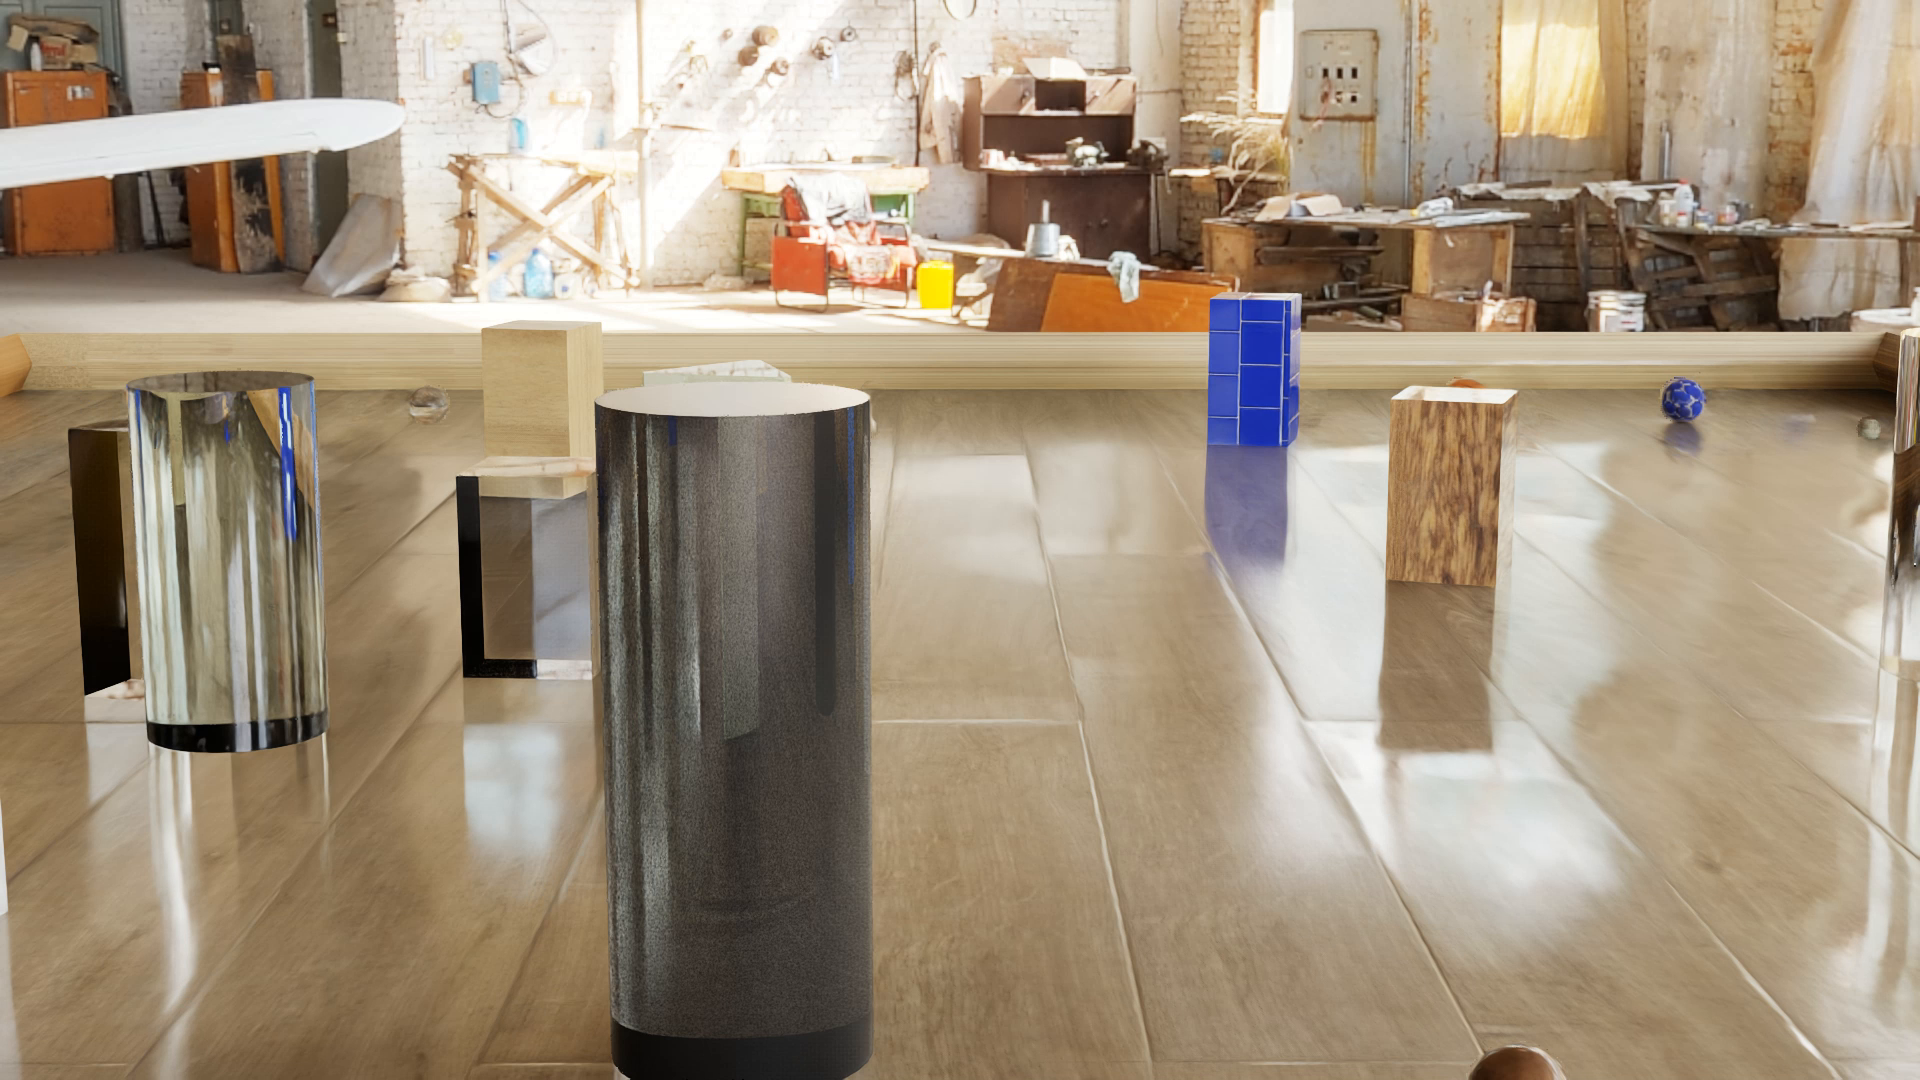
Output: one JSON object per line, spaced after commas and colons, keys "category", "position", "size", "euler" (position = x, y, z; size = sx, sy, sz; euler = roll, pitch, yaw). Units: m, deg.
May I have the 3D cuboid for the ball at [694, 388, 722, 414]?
{"category": "ball", "position": [-0.529, -0.293, 5.403], "size": [0.057, 0.057, 0.057], "euler": [0, 10, 0]}

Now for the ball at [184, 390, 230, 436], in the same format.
{"category": "ball", "position": [-1.494, -0.251, 5.092], "size": [0.090, 0.090, 0.090], "euler": [0, 10, 0]}

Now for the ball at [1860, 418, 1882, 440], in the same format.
{"category": "ball", "position": [1.792, -0.219, 5.051], "size": [0.041, 0.041, 0.041], "euler": [0, 10, 0]}

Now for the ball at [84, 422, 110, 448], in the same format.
{"category": "ball", "position": [-1.662, -0.202, 4.940], "size": [0.047, 0.047, 0.047], "euler": [0, 10, 0]}

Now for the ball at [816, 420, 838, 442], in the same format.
{"category": "ball", "position": [-0.260, -0.212, 5.013], "size": [0.042, 0.042, 0.042], "euler": [0, 10, 0]}

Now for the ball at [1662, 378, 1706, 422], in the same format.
{"category": "ball", "position": [1.493, -0.289, 5.295], "size": [0.089, 0.089, 0.089], "euler": [0, 10, 0]}

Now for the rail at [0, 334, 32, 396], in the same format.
{"category": "rail", "position": [-2.093, 0.035, 3.437], "size": [0.045, 0.128, 4.822], "euler": [0, 10, 0]}

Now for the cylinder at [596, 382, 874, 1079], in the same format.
{"category": "cylinder", "position": [-0.163, 0.140, 1.880], "size": [0.197, 0.491, 0.197], "euler": [0, 10, 0]}

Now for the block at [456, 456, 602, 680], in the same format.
{"category": "block", "position": [-0.514, 0.032, 3.137], "size": [0.157, 0.246, 0.157], "euler": [1, 11, 4]}

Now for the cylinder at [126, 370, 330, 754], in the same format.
{"category": "cylinder", "position": [-0.799, 0.019, 2.811], "size": [0.197, 0.389, 0.197], "euler": [0, 10, 0]}

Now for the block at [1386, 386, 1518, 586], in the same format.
{"category": "block", "position": [0.710, -0.080, 3.700], "size": [0.157, 0.261, 0.157], "euler": [4, 11, 19]}

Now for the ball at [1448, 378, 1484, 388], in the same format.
{"category": "ball", "position": [1.035, -0.283, 5.251], "size": [0.095, 0.095, 0.095], "euler": [0, 10, 0]}

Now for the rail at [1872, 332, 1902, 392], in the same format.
{"category": "rail", "position": [2.093, 0.031, 3.461], "size": [0.045, 0.128, 4.822], "euler": [0, 10, 0]}

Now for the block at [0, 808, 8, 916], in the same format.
{"category": "block", "position": [-0.917, 0.172, 2.139], "size": [0.157, 0.333, 0.157], "euler": [1, 11, 6]}

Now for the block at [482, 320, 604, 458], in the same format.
{"category": "block", "position": [-0.725, -0.235, 4.478], "size": [0.157, 0.282, 0.157], "euler": [3, 11, 14]}

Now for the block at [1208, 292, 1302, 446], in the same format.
{"category": "block", "position": [0.577, -0.336, 5.023], "size": [0.157, 0.282, 0.157], "euler": [3, 11, 14]}

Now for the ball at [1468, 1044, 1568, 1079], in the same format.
{"category": "ball", "position": [0.379, 0.379, 1.742], "size": [0.072, 0.072, 0.072], "euler": [0, 10, 0]}

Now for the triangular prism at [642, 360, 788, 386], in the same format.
{"category": "triangular prism", "position": [-0.253, -0.004, 2.938], "size": [0.170, 0.389, 0.147], "euler": [2, 11, 13]}

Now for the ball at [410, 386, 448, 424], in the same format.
{"category": "ball", "position": [-1.089, -0.277, 5.262], "size": [0.079, 0.079, 0.079], "euler": [0, 10, 0]}

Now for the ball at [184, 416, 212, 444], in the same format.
{"category": "ball", "position": [-1.482, -0.214, 4.989], "size": [0.054, 0.054, 0.054], "euler": [0, 10, 0]}

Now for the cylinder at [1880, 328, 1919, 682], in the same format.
{"category": "cylinder", "position": [1.223, -0.042, 3.086], "size": [0.197, 0.410, 0.197], "euler": [0, 10, 0]}

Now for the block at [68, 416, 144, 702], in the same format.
{"category": "block", "position": [-0.924, 0.018, 3.019], "size": [0.157, 0.315, 0.157], "euler": [3, 11, 17]}

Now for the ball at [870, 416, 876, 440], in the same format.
{"category": "ball", "position": [-0.192, -0.219, 5.004], "size": [0.058, 0.058, 0.058], "euler": [0, 10, 0]}

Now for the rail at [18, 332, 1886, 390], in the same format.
{"category": "rail", "position": [-0.014, -0.402, 5.796], "size": [4.234, 0.128, 0.045], "euler": [0, 10, 0]}

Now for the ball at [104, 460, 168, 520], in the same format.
{"category": "ball", "position": [-1.330, -0.079, 4.145], "size": [0.097, 0.097, 0.097], "euler": [0, 10, 0]}
